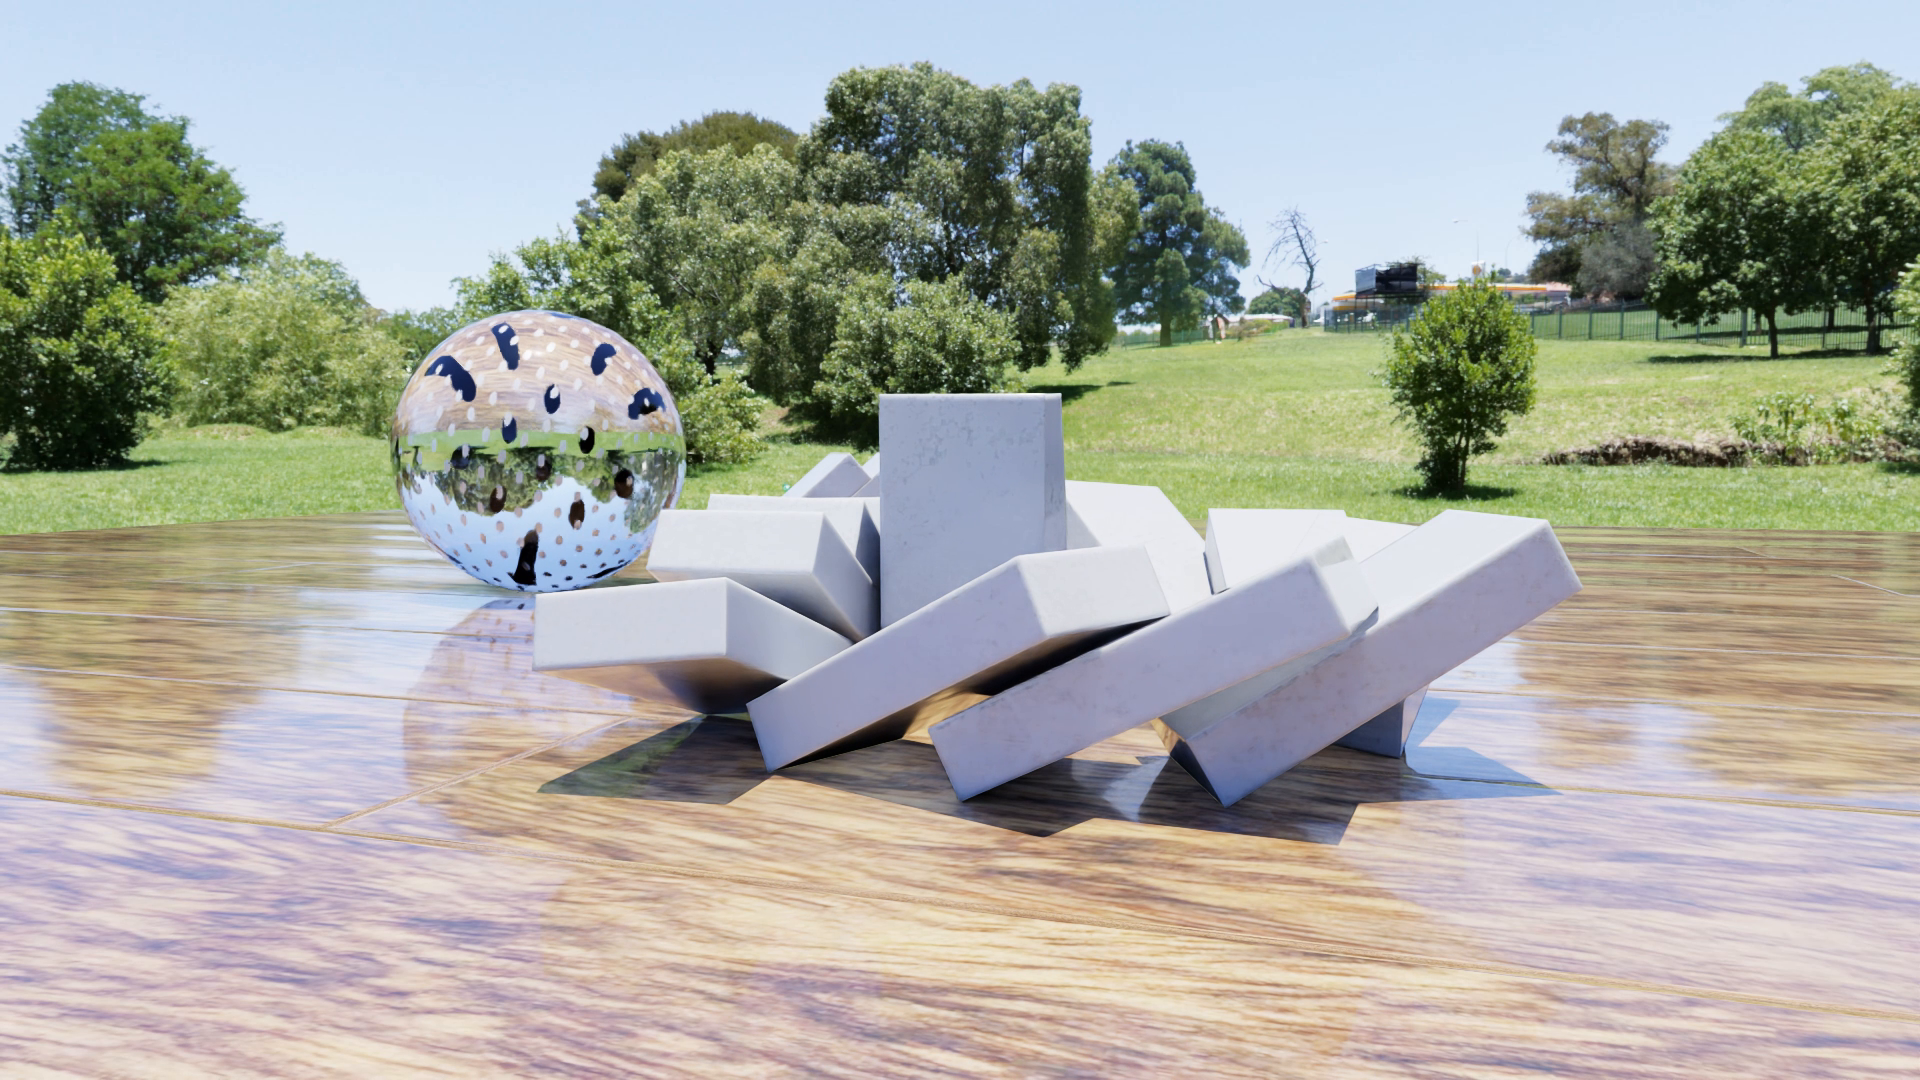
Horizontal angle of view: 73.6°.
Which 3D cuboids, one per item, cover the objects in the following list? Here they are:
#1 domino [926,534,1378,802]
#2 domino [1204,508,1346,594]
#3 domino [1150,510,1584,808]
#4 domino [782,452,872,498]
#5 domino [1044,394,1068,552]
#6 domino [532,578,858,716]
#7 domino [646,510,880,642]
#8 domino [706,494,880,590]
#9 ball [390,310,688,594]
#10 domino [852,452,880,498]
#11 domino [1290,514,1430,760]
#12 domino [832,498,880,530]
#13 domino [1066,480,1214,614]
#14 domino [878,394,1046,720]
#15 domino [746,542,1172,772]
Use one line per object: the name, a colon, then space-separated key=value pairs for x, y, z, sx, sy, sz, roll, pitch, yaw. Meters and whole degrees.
domino: x=0.023 y=0.015 z=0.155 sx=0.050 sy=0.010 sz=0.025 roll=-28 pitch=-7 yaw=24
domino: x=0.058 y=0.011 z=0.220 sx=0.025 sy=0.009 sz=0.050 roll=1 pitch=30 yaw=3
domino: x=0.049 y=0.014 z=0.163 sx=0.050 sy=0.010 sz=0.025 roll=-31 pitch=6 yaw=-2
domino: x=-0.049 y=-0.005 z=0.363 sx=0.050 sy=0.009 sz=0.025 roll=-43 pitch=15 yaw=-10
domino: x=0.005 y=0.001 z=0.216 sx=0.025 sy=0.050 sz=0.009 roll=3 pitch=11 yaw=35
domino: x=-0.034 y=0.016 z=0.176 sx=0.025 sy=0.010 sz=0.050 roll=-5 pitch=-15 yaw=13
domino: x=-0.026 y=0.011 z=0.202 sx=0.025 sy=0.010 sz=0.050 roll=1 pitch=-25 yaw=15
domino: x=-0.023 y=0.008 z=0.218 sx=0.025 sy=0.010 sz=0.050 roll=3 pitch=-25 yaw=12
ball: x=-0.118 y=-0.025 z=0.365 sx=0.080 sy=0.080 sz=0.080 roll=0 pitch=4 yaw=0
domino: x=-0.036 y=-0.005 z=0.368 sx=0.050 sy=0.010 sz=0.025 roll=-43 pitch=15 yaw=-10
domino: x=0.060 y=0.013 z=0.196 sx=0.025 sy=0.010 sz=0.050 roll=9 pitch=31 yaw=29
domino: x=-0.015 y=0.008 z=0.238 sx=0.025 sy=0.010 sz=0.050 roll=0 pitch=-26 yaw=18
domino: x=0.037 y=0.007 z=0.241 sx=0.025 sy=0.009 sz=0.050 roll=3 pitch=33 yaw=-27
domino: x=0.001 y=0.002 z=0.200 sx=0.025 sy=0.050 sz=0.009 roll=0 pitch=6 yaw=3
domino: x=-0.001 y=0.015 z=0.161 sx=0.050 sy=0.010 sz=0.025 roll=-30 pitch=-16 yaw=38
